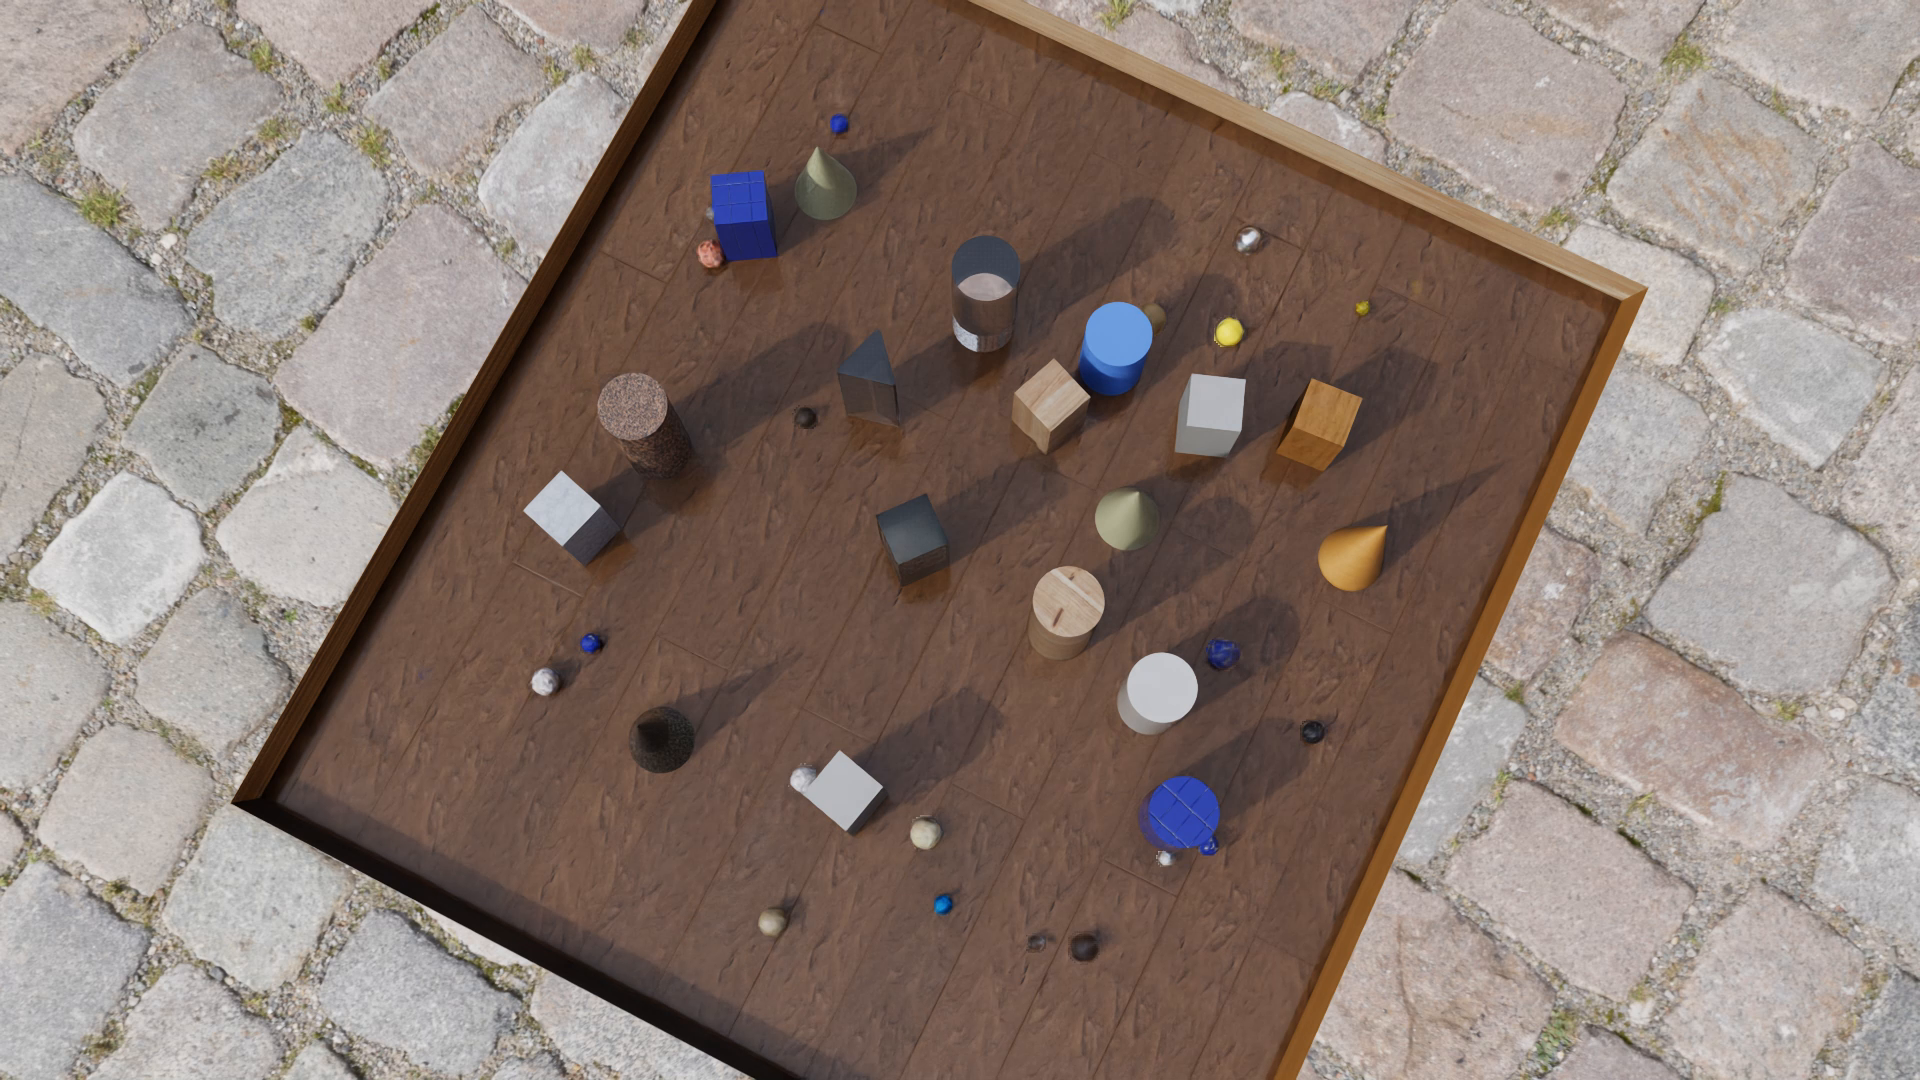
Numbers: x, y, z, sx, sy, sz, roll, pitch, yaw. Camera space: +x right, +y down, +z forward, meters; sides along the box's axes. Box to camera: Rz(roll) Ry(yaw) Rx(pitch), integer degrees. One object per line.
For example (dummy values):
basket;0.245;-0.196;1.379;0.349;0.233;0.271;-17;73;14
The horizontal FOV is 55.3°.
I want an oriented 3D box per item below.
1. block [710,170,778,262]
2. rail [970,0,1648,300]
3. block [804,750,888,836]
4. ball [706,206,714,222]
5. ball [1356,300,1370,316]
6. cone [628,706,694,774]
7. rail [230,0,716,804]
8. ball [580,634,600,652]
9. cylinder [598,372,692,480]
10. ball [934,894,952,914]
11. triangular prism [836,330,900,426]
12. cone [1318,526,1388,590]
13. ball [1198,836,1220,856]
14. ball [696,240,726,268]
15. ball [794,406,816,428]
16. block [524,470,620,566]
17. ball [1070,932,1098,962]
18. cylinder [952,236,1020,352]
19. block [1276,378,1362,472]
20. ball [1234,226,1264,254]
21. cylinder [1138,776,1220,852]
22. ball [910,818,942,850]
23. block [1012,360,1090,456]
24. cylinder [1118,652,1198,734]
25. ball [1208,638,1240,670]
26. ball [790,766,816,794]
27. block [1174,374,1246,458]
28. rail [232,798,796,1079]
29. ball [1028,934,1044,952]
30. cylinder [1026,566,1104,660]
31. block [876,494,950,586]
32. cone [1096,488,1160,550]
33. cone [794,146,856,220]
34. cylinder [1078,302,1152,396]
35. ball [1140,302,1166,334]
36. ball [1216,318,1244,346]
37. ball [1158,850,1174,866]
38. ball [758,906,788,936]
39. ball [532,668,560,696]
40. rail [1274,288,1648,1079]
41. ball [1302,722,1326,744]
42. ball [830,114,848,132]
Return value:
block;-0.665;-0.998;5.664;0.160;0.313;0.160;-6;78;-1
rail;0.730;-1.422;5.844;3.092;0.130;0.045;26;80;5
block;-0.327;0.734;5.287;0.160;0.347;0.160;39;81;7
ball;-0.779;-1.033;5.802;0.047;0.047;0.047;0;78;0
ball;1.265;-0.727;5.744;0.045;0.045;0.045;0;78;0
cone;-0.894;0.556;5.285;0.199;0.424;0.199;0;78;0
rail;-1.362;-0.660;5.686;0.045;0.130;3.310;26;80;5
ball;-1.113;0.311;5.523;0.058;0.058;0.058;0;78;0
cylinder;-0.931;-0.332;5.442;0.199;0.477;0.199;0;78;0
ball;-0.050;1.068;5.367;0.057;0.057;0.057;0;78;0
triangular prism;-0.253;-0.490;5.486;0.173;0.454;0.150;14;79;3
cone;1.195;0.009;5.365;0.199;0.490;0.199;0;78;0
ball;0.732;0.899;5.398;0.063;0.063;0.063;0;78;0
ball;-0.782;-0.900;5.757;0.088;0.088;0.088;0;78;0
ball;-0.478;-0.378;5.661;0.066;0.066;0.066;0;78;0
block;-1.154;-0.060;5.466;0.160;0.319;0.160;41;81;8
ball;0.361;1.185;5.328;0.085;0.085;0.085;0;78;0
cylinder;0.075;-0.734;5.519;0.199;0.488;0.199;0;78;0
block;1.080;-0.344;5.532;0.160;0.306;0.160;22;79;4
ball;0.909;-0.943;5.765;0.091;0.091;0.091;0;78;0
cylinder;0.629;0.795;5.295;0.199;0.308;0.199;0;78;0
ball;-0.100;0.863;5.391;0.092;0.092;0.092;0;78;0
block;0.273;-0.399;5.552;0.160;0.288;0.160;-41;81;-8
cylinder;0.572;0.452;5.346;0.199;0.347;0.199;0;78;0
ball;0.793;0.342;5.499;0.091;0.091;0.091;0;78;0
ball;-0.463;0.710;5.429;0.079;0.079;0.079;0;78;0
block;0.753;-0.372;5.535;0.160;0.311;0.160;6;78;1
rail;-0.730;1.436;5.252;3.092;0.130;0.045;26;80;5
ball;0.221;1.177;5.348;0.048;0.048;0.048;0;78;0
cylinder;0.302;0.219;5.326;0.199;0.481;0.199;0;78;0
block;-0.137;0.005;5.433;0.160;0.357;0.160;-24;79;-5
cone;0.515;-0.103;5.452;0.199;0.364;0.199;0;78;0
cone;-0.429;-1.150;5.677;0.199;0.348;0.199;0;78;0
cylinder;0.471;-0.579;5.579;0.199;0.309;0.199;0;78;0
ball;0.593;-0.689;5.708;0.100;0.100;0.100;0;78;0
ball;0.839;-0.648;5.707;0.086;0.086;0.086;0;78;0
ball;0.608;0.937;5.390;0.045;0.045;0.045;0;78;0
ball;-0.545;1.113;5.342;0.086;0.086;0.086;0;78;0
ball;-1.241;0.424;5.487;0.083;0.083;0.083;0;78;0
rail;1.362;0.674;5.410;0.045;0.130;3.310;26;80;5
ball;1.053;0.575;5.462;0.069;0.069;0.069;0;78;0
ball;-0.387;-1.333;5.862;0.060;0.060;0.060;0;78;0
